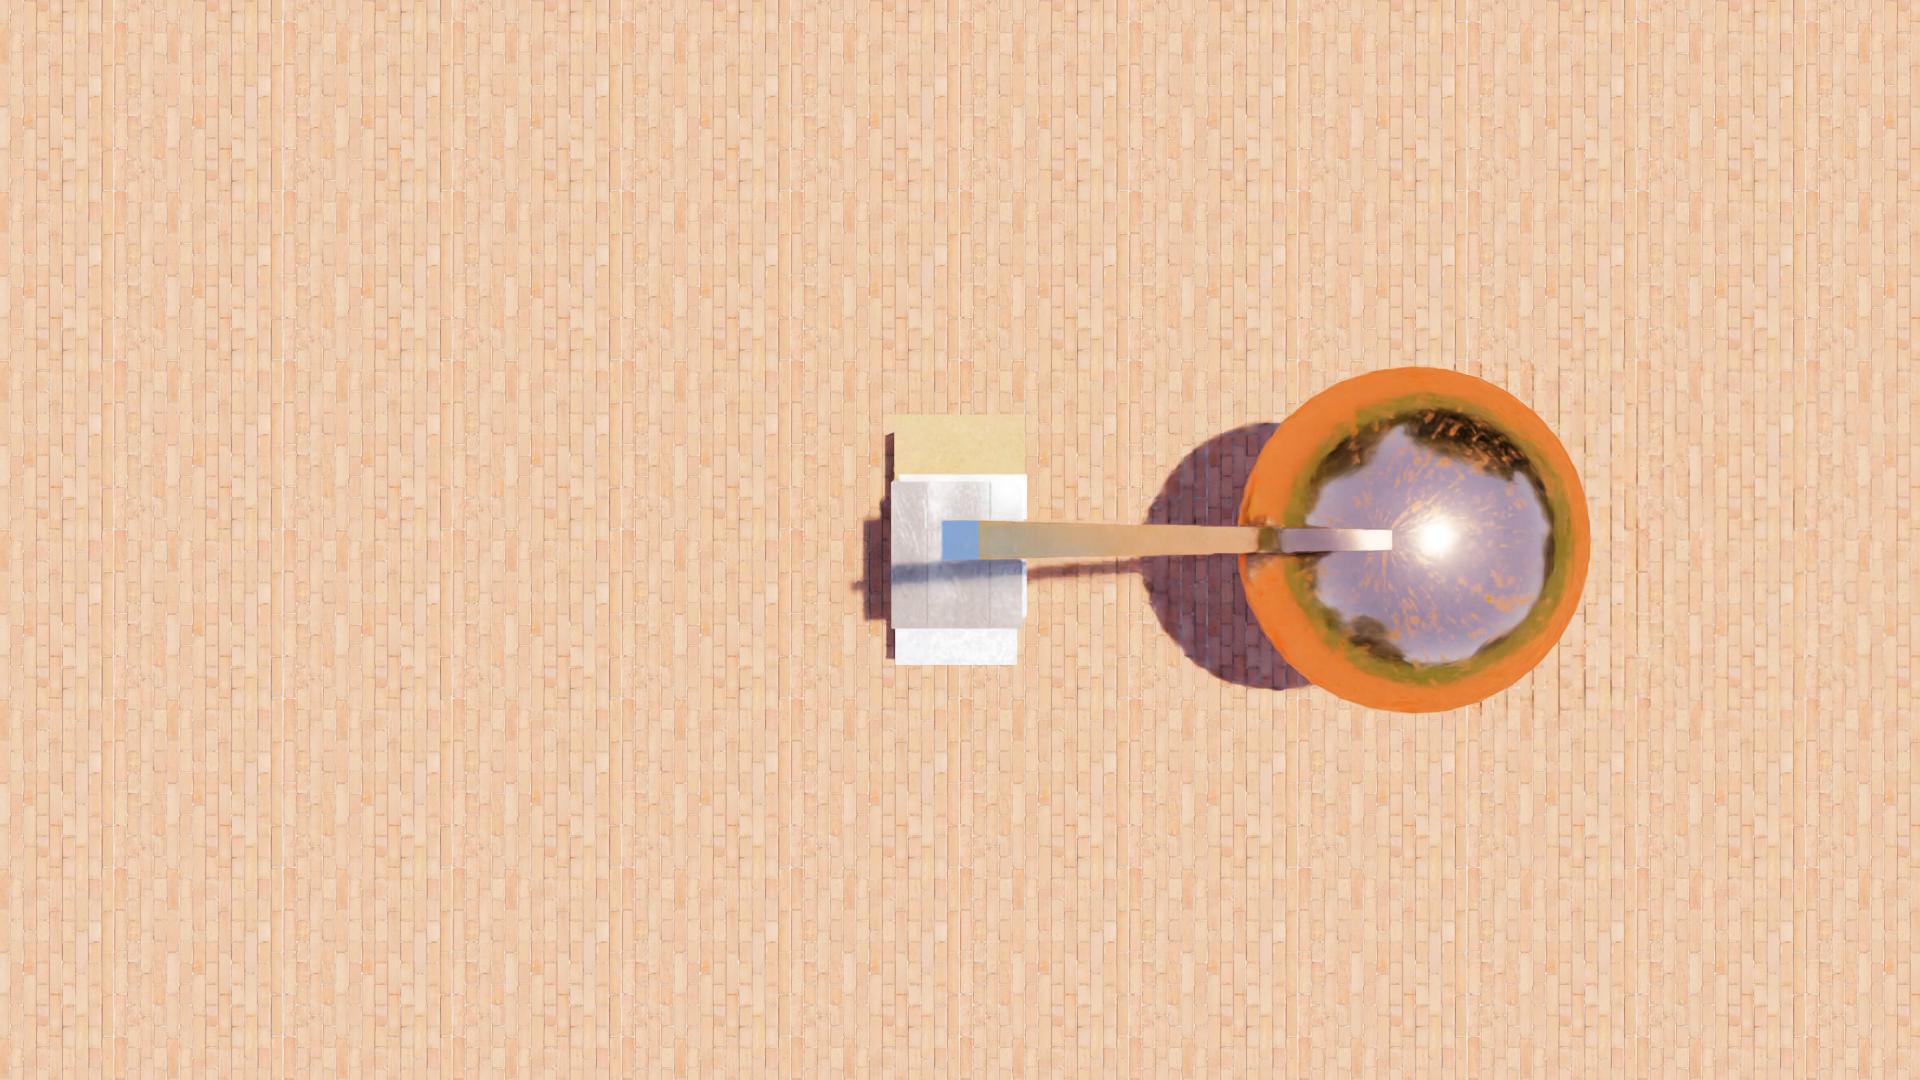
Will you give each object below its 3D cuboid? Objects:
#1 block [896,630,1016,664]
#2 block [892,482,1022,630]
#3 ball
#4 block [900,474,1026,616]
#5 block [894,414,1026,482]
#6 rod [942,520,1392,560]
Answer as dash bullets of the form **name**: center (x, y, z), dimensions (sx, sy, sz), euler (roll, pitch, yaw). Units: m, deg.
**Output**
- **block**: center (-0.020, 0.333, 12.007), dimensions (0.644, 0.686, 0.658), euler (0, 90, 0)
- **block**: center (-0.012, 0.055, 9.124), dimensions (0.524, 0.627, 0.591), euler (0, 91, 0)
- **ball**: center (2.074, 0.000, 10.116), dimensions (1.600, 1.600, 1.600), euler (0, 90, 0)
- **block**: center (0.014, 0.020, 10.725), dimensions (0.601, 0.729, 0.669), euler (0, 91, 0)
- **block**: center (-0.001, -0.334, 12.027), dimensions (0.690, 0.806, 0.655), euler (0, 90, 0)
- **rod**: center (0.899, 0.000, 6.926), dimensions (0.080, 5.200, 0.080), euler (0, 90, 20)
